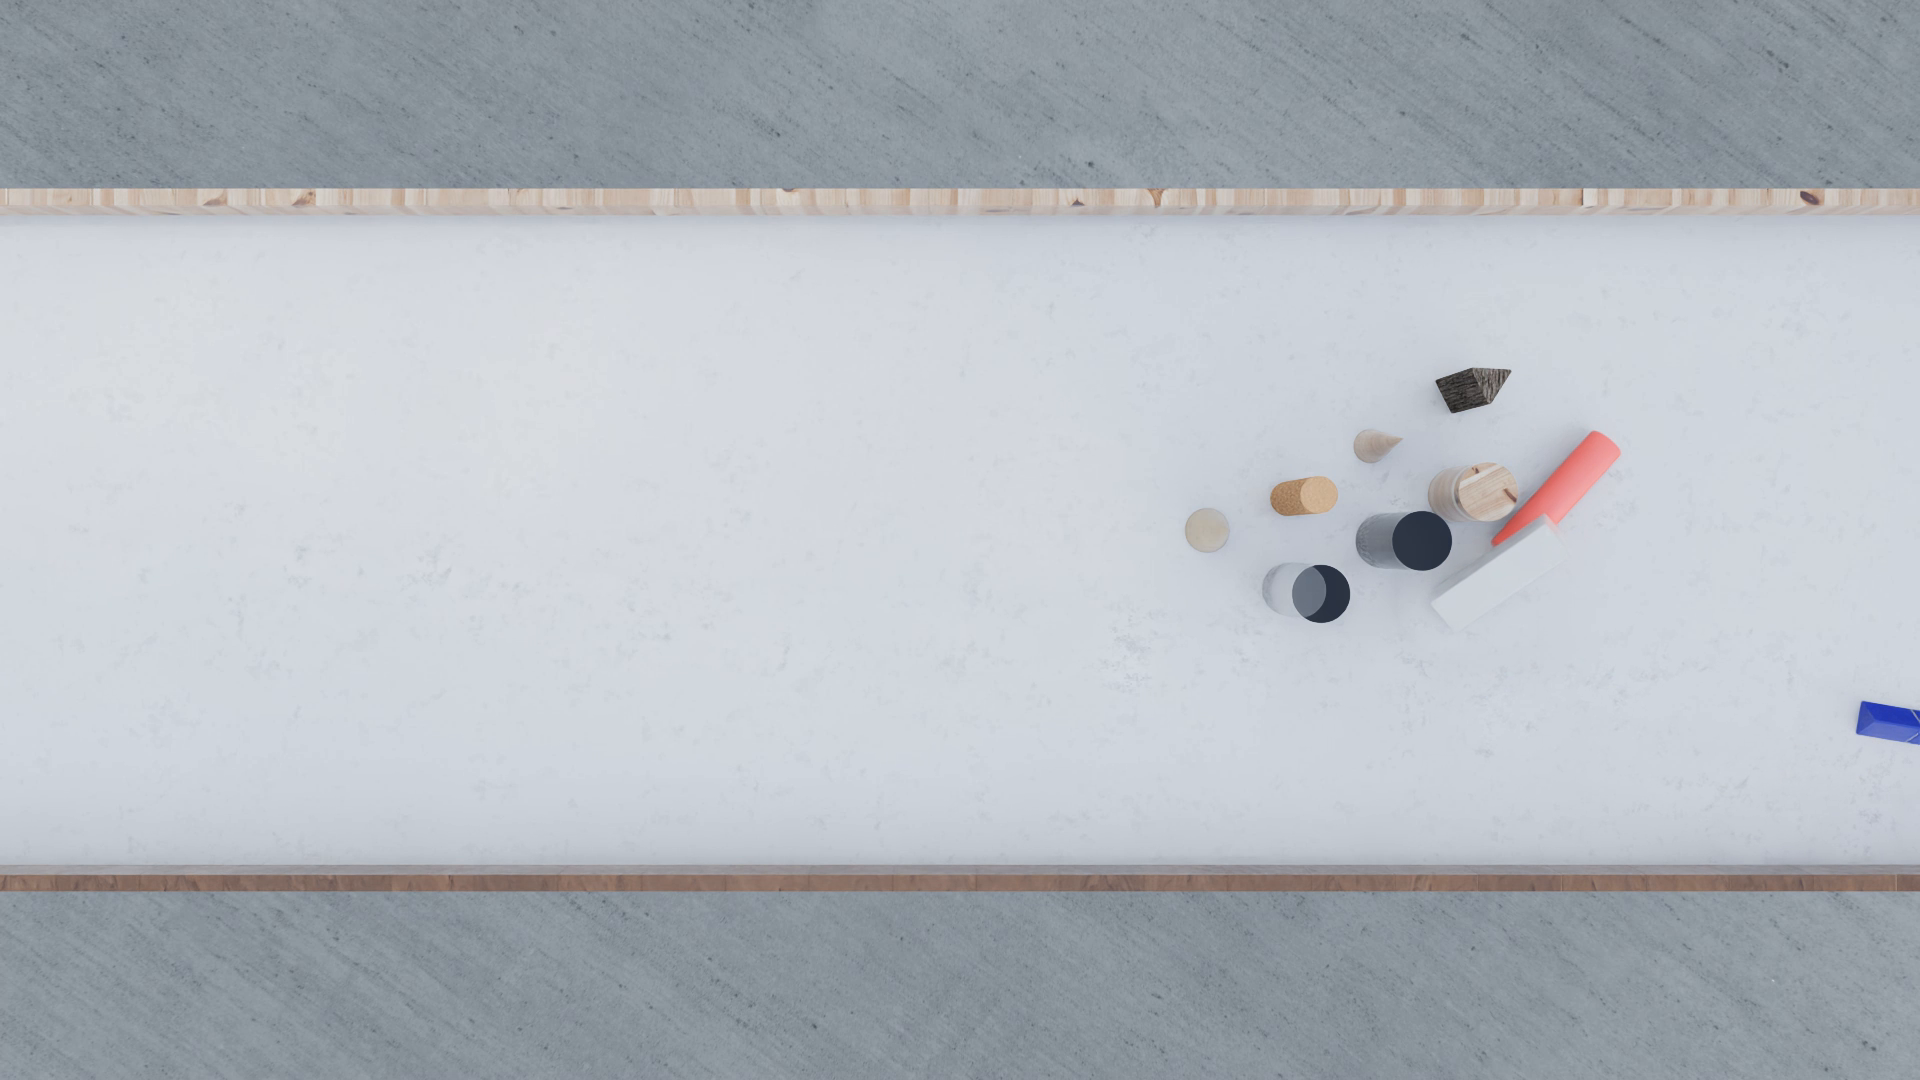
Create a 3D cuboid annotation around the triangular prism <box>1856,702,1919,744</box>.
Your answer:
[{"bbox_3d":[2.926,0.574,5.030,0.325,0.089,0.102,10,90,0],"label":"triangular prism"}]

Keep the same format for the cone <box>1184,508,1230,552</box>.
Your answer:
[{"bbox_3d":[0.761,-0.029,4.867,0.138,0.418,0.138,0,90,0],"label":"cone"}]

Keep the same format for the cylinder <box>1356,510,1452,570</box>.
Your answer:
[{"bbox_3d":[1.302,0.003,4.861,0.170,0.430,0.170,0,90,0],"label":"cylinder"}]

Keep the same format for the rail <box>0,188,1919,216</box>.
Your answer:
[{"bbox_3d":[-2.247,-1.025,5.002,12.000,0.150,0.050,0,90,0],"label":"rail"}]

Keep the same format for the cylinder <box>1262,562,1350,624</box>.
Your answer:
[{"bbox_3d":[1.012,0.151,4.849,0.165,0.454,0.165,0,90,0],"label":"cylinder"}]

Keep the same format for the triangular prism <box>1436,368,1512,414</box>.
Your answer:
[{"bbox_3d":[1.505,-0.464,4.898,0.099,0.357,0.115,33,90,0],"label":"triangular prism"}]

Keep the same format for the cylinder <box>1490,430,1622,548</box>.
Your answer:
[{"bbox_3d":[1.814,-0.129,5.021,0.111,0.111,0.453,42,90,0],"label":"cylinder"}]

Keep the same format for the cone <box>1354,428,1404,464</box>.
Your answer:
[{"bbox_3d":[1.264,-0.289,4.887,0.106,0.379,0.106,0,90,0],"label":"cone"}]

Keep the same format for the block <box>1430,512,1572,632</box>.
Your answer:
[{"bbox_3d":[1.615,0.100,4.935,0.410,0.119,0.119,-40,92,25],"label":"block"}]

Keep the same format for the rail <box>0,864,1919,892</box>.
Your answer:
[{"bbox_3d":[-2.247,1.025,5.001,12.000,0.150,0.050,0,90,0],"label":"rail"}]

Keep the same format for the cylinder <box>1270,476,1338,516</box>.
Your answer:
[{"bbox_3d":[1.008,-0.127,4.852,0.106,0.449,0.106,0,90,0],"label":"cylinder"}]

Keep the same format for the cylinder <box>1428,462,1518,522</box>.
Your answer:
[{"bbox_3d":[1.525,-0.139,4.918,0.171,0.317,0.171,0,90,0],"label":"cylinder"}]
